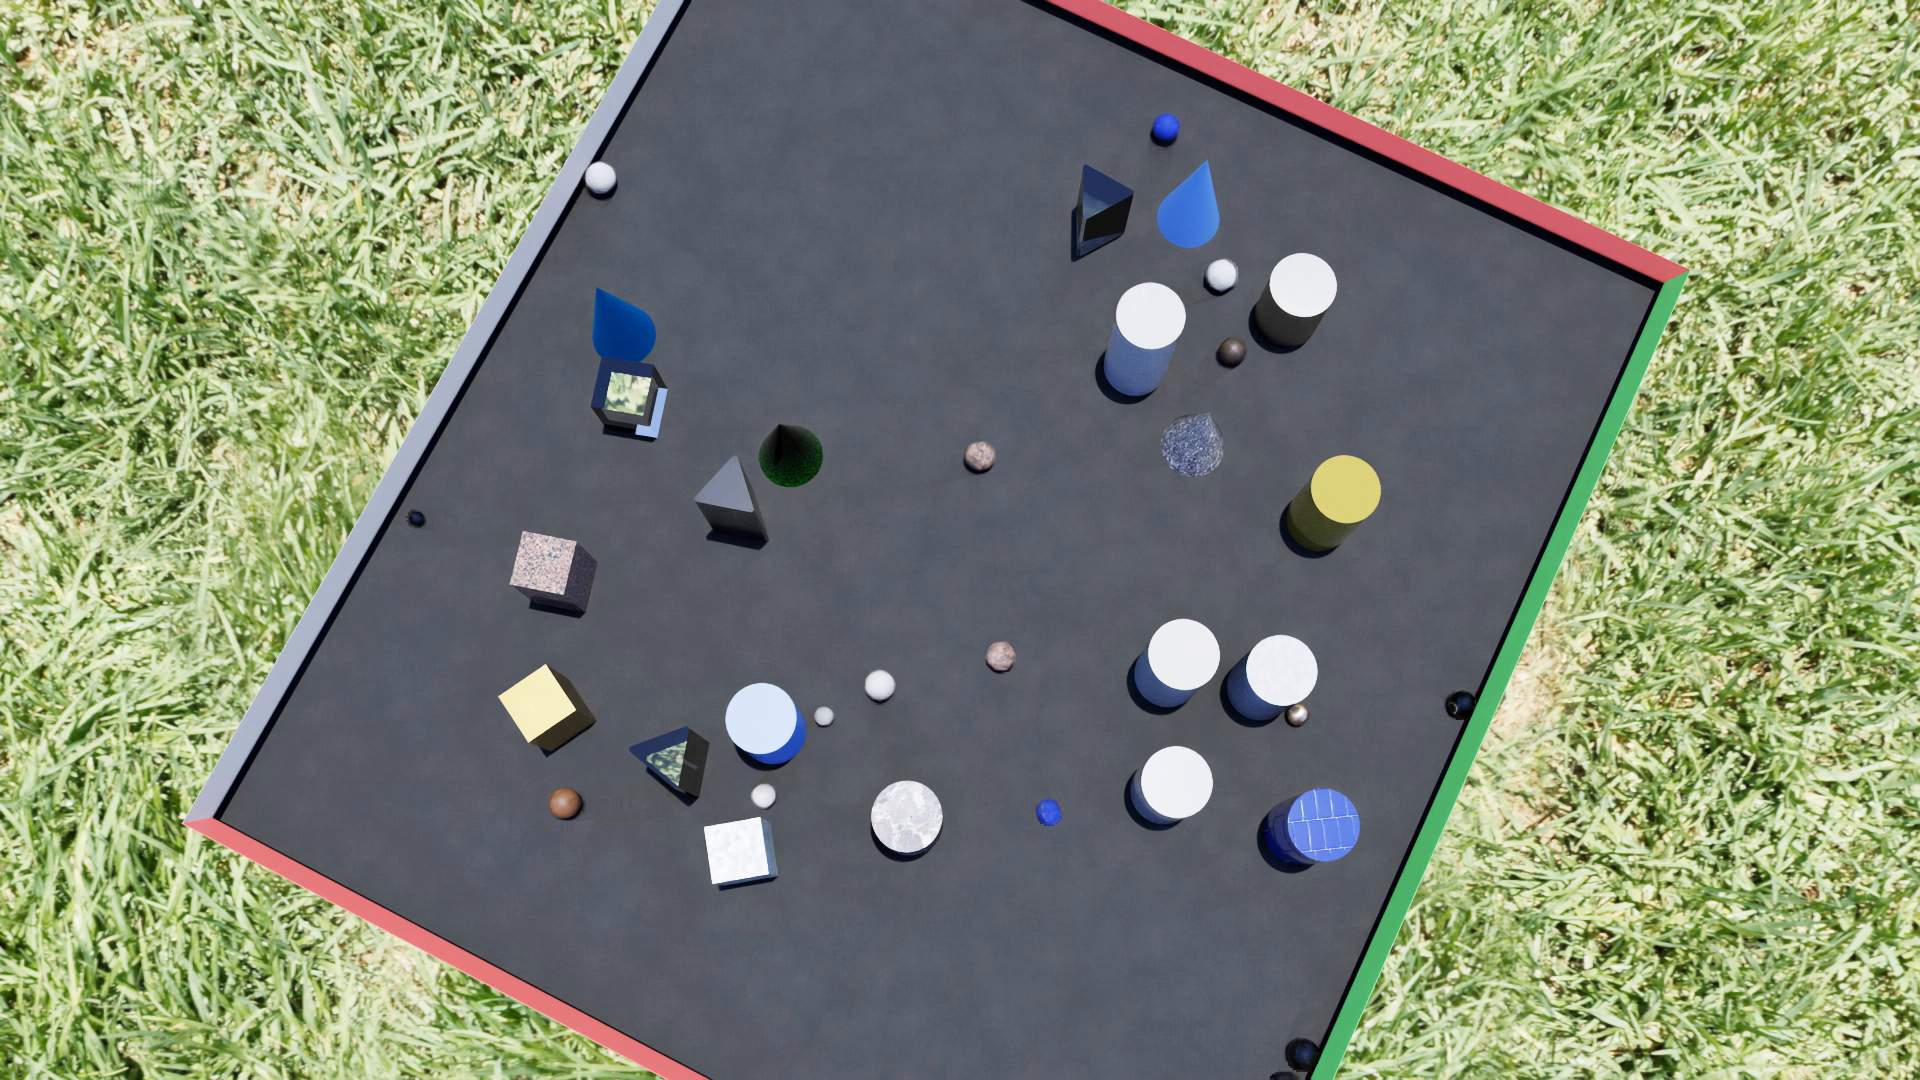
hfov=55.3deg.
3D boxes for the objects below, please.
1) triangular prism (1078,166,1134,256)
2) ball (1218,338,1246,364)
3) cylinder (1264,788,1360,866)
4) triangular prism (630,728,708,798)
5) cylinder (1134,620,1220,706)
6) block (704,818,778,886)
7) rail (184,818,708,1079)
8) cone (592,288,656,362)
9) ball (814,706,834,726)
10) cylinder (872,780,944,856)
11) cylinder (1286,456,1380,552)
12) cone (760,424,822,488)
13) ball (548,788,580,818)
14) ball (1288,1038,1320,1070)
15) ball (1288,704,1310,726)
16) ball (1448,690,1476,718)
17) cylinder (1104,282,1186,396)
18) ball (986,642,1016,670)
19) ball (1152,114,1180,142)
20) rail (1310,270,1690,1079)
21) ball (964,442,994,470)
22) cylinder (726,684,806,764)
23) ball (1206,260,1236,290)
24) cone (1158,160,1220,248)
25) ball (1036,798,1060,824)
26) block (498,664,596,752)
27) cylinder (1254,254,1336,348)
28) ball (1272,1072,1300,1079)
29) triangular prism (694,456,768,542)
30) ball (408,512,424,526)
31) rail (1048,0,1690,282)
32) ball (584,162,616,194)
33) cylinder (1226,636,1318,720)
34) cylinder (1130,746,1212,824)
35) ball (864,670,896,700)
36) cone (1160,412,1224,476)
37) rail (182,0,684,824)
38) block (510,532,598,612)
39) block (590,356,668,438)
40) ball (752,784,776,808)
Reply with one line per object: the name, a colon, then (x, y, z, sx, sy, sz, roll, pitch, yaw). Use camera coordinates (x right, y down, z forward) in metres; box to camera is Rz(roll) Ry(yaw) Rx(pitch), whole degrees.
triangular prism: (0.412, -1.035, 5.669, 0.172, 0.318, 0.149, -29, 80, -6)
ball: (0.846, -0.588, 5.695, 0.084, 0.084, 0.084, 0, 78, 0)
cylinder: (1.001, 0.824, 5.240, 0.199, 0.403, 0.199, 0, 78, 0)
triangular prism: (-0.801, 0.617, 5.274, 0.172, 0.421, 0.149, 39, 81, 7)
cylinder: (0.625, 0.362, 5.324, 0.199, 0.426, 0.199, 0, 78, 0)
block: (-0.629, 0.901, 5.287, 0.159, 0.280, 0.159, -10, 78, -2)
rail: (-0.779, 1.533, 5.232, 3.281, 0.129, 0.045, 26, 80, 5)
cone: (-1.054, -0.687, 5.529, 0.199, 0.451, 0.199, 0, 78, 0)
ball: (-0.407, 0.527, 5.478, 0.059, 0.059, 0.059, 0, 78, 0)
cylinder: (-0.149, 0.807, 5.291, 0.199, 0.311, 0.199, 0, 78, 0)
cylinder: (1.102, -0.104, 5.430, 0.199, 0.407, 0.199, 0, 78, 0)
cone: (-0.523, -0.298, 5.485, 0.199, 0.378, 0.199, 0, 78, 0)
ball: (-1.166, 0.776, 5.408, 0.093, 0.093, 0.093, 0, 78, 0)
ball: (0.987, 1.478, 5.265, 0.090, 0.090, 0.090, 0, 78, 0)
ball: (1.011, 0.521, 5.475, 0.066, 0.066, 0.066, 0, 78, 0)
ball: (1.501, 0.490, 5.475, 0.081, 0.081, 0.081, 0, 78, 0)
cylinder: (0.548, -0.595, 5.494, 0.199, 0.482, 0.199, 0, 78, 0)
ball: (0.123, 0.348, 5.499, 0.089, 0.089, 0.089, 0, 78, 0)
ball: (0.657, -1.314, 5.844, 0.086, 0.086, 0.086, 0, 78, 0)
rail: (1.446, 0.715, 5.402, 0.045, 0.129, 3.533, 26, 80, 5)
ball: (0.060, -0.257, 5.624, 0.090, 0.090, 0.090, 0, 78, 0)
cylinder: (-0.559, 0.538, 5.325, 0.199, 0.354, 0.199, 0, 78, 0)
ball: (0.818, -0.829, 5.739, 0.097, 0.097, 0.097, 0, 78, 0)
cone: (0.726, -1.070, 5.604, 0.199, 0.459, 0.199, 0, 78, 0)
ball: (0.261, 0.800, 5.414, 0.072, 0.072, 0.072, 0, 78, 0)
block: (-1.201, 0.495, 5.356, 0.159, 0.310, 0.159, -35, 80, -7)
cylinder: (1.023, -0.728, 5.609, 0.199, 0.309, 0.199, 0, 78, 0)
ball: (0.934, 1.570, 5.242, 0.097, 0.097, 0.097, 0, 78, 0)
triangular prism: (-0.656, -0.126, 5.427, 0.172, 0.423, 0.149, 11, 79, 2)
ball: (-1.664, -0.066, 5.607, 0.046, 0.046, 0.046, 0, 78, 0)
rail: (0.779, -1.519, 5.864, 3.281, 0.129, 0.045, 26, 80, 5)
ball: (-1.139, -1.146, 5.803, 0.099, 0.099, 0.099, 0, 78, 0)
cylinder: (0.903, 0.405, 5.334, 0.199, 0.390, 0.199, 0, 78, 0)
cylinder: (0.607, 0.712, 5.292, 0.199, 0.347, 0.199, 0, 78, 0)
ball: (-0.239, 0.436, 5.480, 0.091, 0.091, 0.091, 0, 78, 0)
cone: (0.720, -0.331, 5.490, 0.199, 0.383, 0.199, 0, 78, 0)
rail: (-1.446, -0.701, 5.695, 0.045, 0.129, 3.533, 26, 80, 5)
block: (-1.201, 0.098, 5.436, 0.159, 0.315, 0.159, 11, 79, 2)
block: (-1.004, -0.433, 5.574, 0.159, 0.259, 0.159, 10, 78, 2)
ball: (-0.579, 0.756, 5.424, 0.071, 0.071, 0.071, 0, 78, 0)
